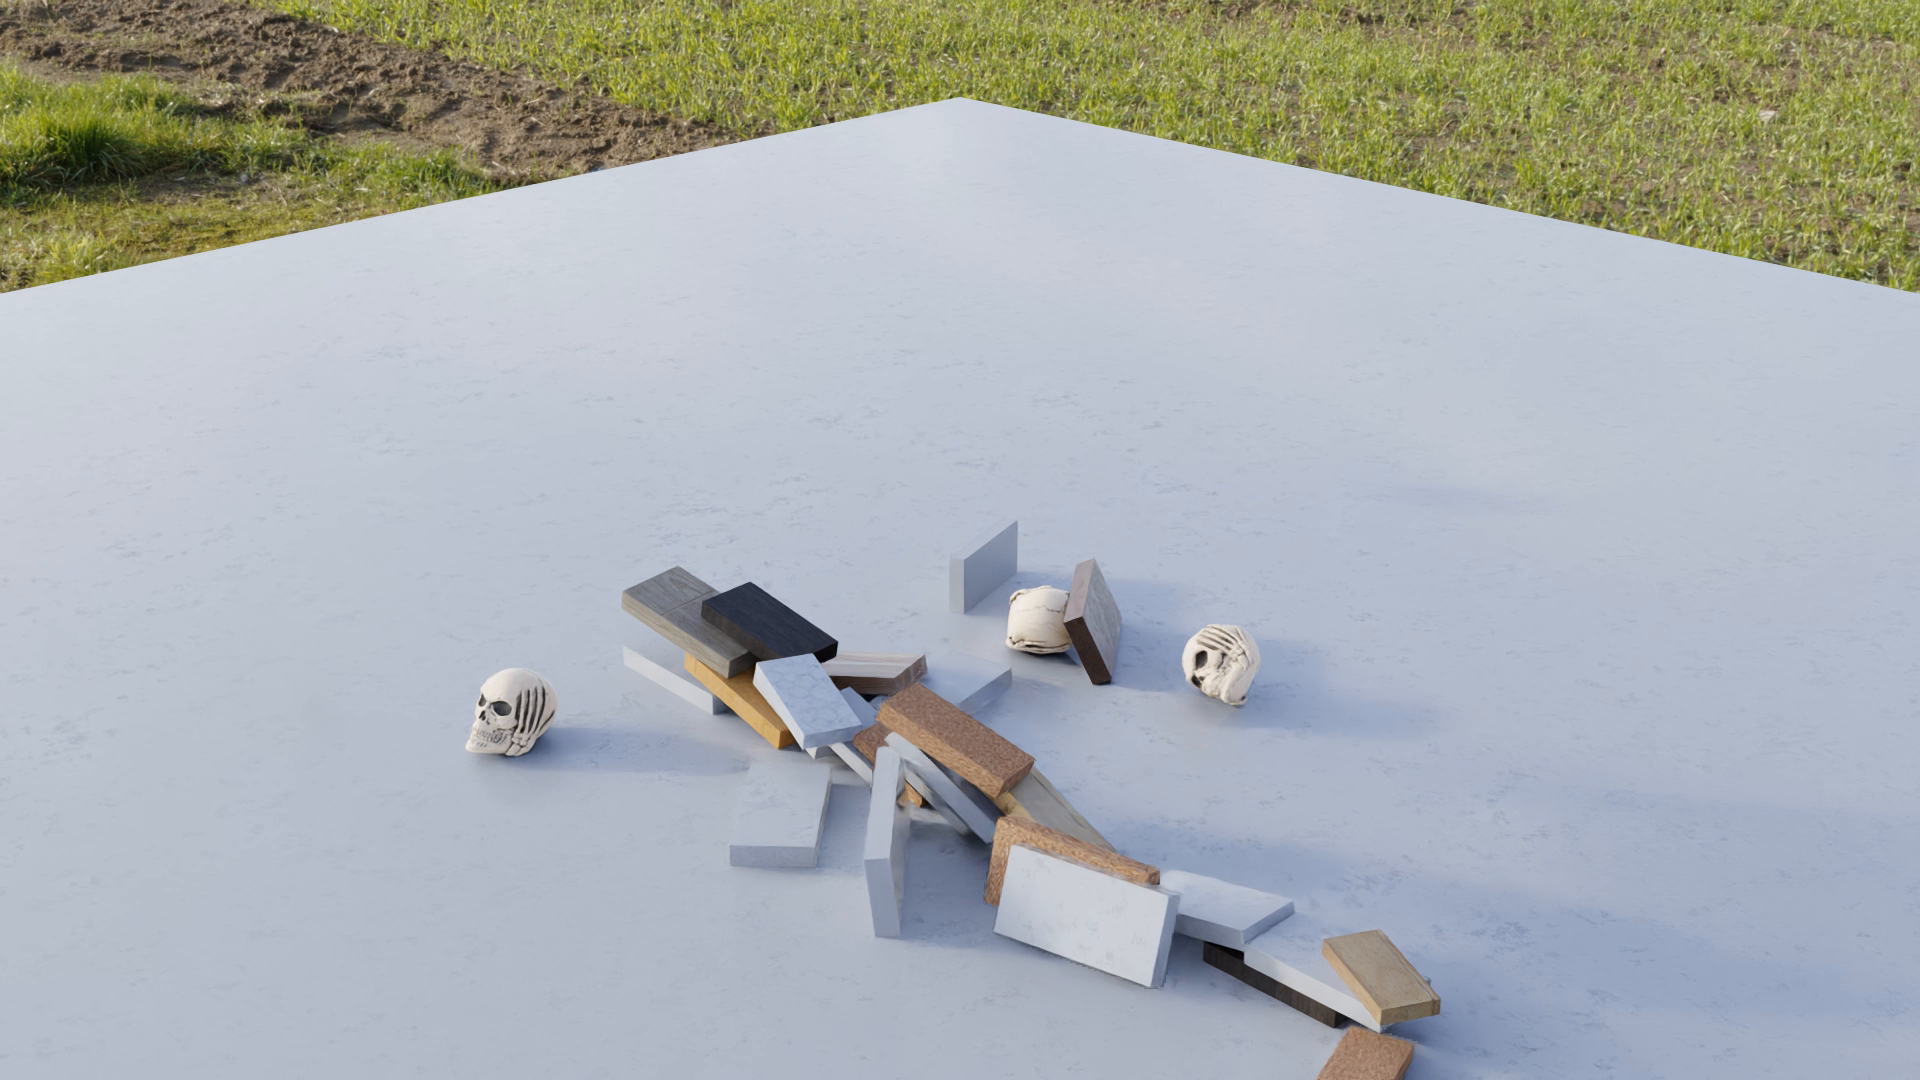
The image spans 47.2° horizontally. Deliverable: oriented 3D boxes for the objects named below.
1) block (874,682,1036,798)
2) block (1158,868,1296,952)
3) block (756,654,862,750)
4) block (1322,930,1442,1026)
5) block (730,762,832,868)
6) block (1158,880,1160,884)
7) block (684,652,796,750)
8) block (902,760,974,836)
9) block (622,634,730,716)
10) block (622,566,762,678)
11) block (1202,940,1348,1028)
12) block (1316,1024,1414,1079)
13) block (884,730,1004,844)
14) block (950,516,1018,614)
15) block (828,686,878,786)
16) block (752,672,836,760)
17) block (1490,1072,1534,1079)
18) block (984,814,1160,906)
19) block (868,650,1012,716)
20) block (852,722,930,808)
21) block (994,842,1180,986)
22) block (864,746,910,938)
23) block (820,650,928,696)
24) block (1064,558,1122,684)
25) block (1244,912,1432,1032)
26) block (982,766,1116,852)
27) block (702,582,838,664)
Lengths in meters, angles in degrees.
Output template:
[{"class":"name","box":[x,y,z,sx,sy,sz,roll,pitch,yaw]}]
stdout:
[{"class":"block","box":[-0.009,0.391,4.323,0.291,0.041,0.145,32,25,17]},{"class":"block","box":[0.455,0.677,4.036,0.145,0.041,0.291,-21,19,-40]},{"class":"block","box":[-0.321,0.338,4.633,0.131,0.037,0.262,-8,36,-26]},{"class":"block","box":[0.718,0.744,3.755,0.110,0.031,0.220,-7,24,-16]},{"class":"block","box":[-0.356,0.548,4.409,0.166,0.047,0.332,1,23,2]},{"class":"block","box":[0.256,0.651,4.079,0.221,0.110,0.031,15,2,32]},{"class":"block","box":[-0.435,0.324,4.844,0.171,0.049,0.343,-20,42,-38]},{"class":"block","box":[-0.023,0.499,4.435,0.208,0.029,0.104,42,44,23]},{"class":"block","box":[-0.597,0.292,5.010,0.171,0.049,0.343,-20,30,-38]},{"class":"block","box":[-0.579,0.181,4.939,0.343,0.049,0.171,30,37,29]},{"class":"block","box":[0.592,0.761,3.914,0.145,0.041,0.291,-21,31,-40]},{"class":"block","box":[0.662,0.875,3.615,0.110,0.031,0.220,12,20,24]},{"class":"block","box":[-0.007,0.473,4.355,0.291,0.041,0.145,44,18,16]},{"class":"block","box":[0.059,0.061,5.432,0.041,0.144,0.288,12,26,26]},{"class":"block","box":[-0.202,0.419,4.629,0.131,0.037,0.262,-21,48,-39]},{"class":"block","box":[-0.322,0.360,4.733,0.131,0.037,0.262,-14,44,-34]},{"class":"block","box":[0.895,0.905,3.609,0.108,0.015,0.054,-6,24,-14]},{"class":"block","box":[0.203,0.636,4.043,0.330,0.165,0.047,16,14,34]},{"class":"block","box":[-0.045,0.345,4.888,0.166,0.047,0.332,15,27,31]},{"class":"block","box":[-0.113,0.458,4.545,0.104,0.029,0.208,-23,54,-41]},{"class":"block","box":[0.226,0.670,3.952,0.330,0.165,0.047,14,4,32]},{"class":"block","box":[-0.136,0.569,4.203,0.047,0.165,0.425,-5,23,4]},{"class":"block","box":[-0.235,0.297,4.940,0.288,0.041,0.144,1,19,28]},{"class":"block","box":[0.310,0.185,5.106,0.047,0.166,0.332,-21,18,16]},{"class":"block","box":[0.656,0.751,3.833,0.145,0.041,0.291,-21,31,-40]},{"class":"block","box":[0.159,0.533,4.300,0.145,0.041,0.291,6,28,-45]},{"class":"block","box":[-0.423,0.197,4.871,0.288,0.041,0.144,32,37,32]}]
